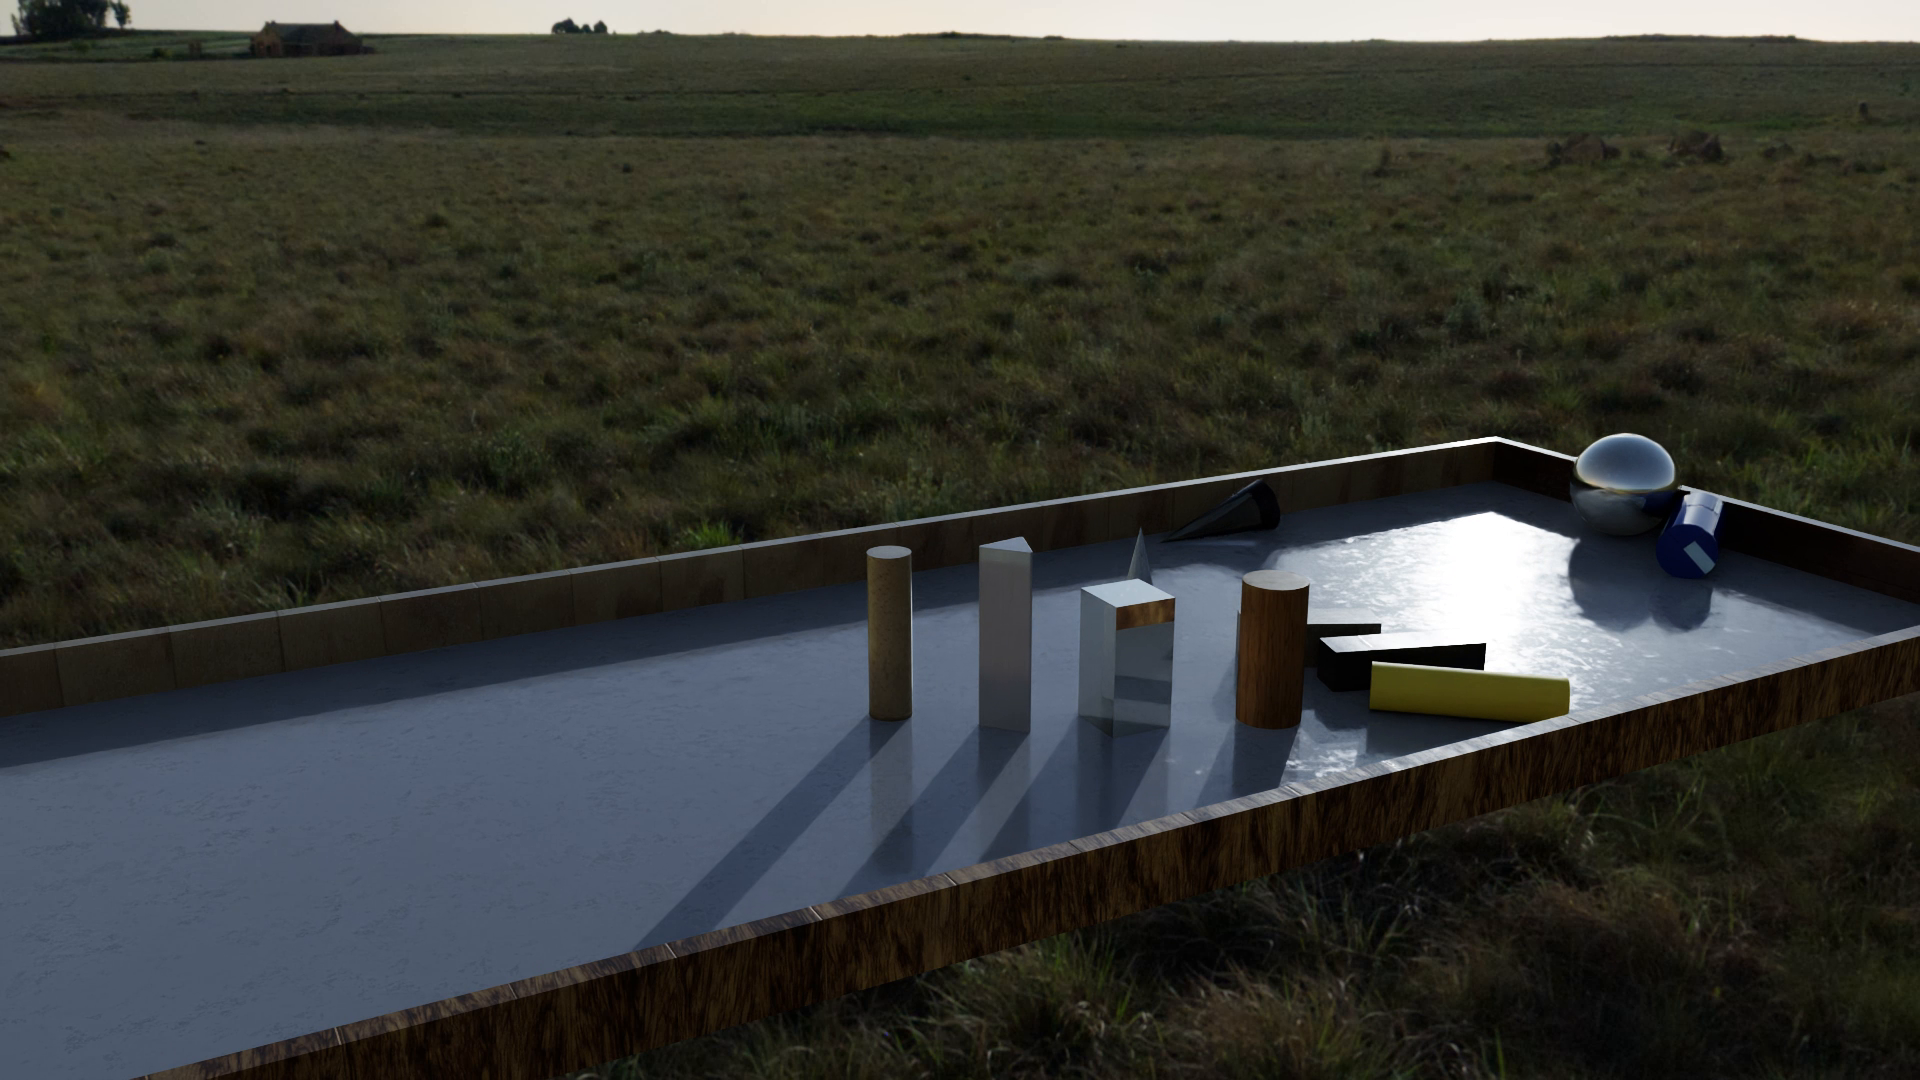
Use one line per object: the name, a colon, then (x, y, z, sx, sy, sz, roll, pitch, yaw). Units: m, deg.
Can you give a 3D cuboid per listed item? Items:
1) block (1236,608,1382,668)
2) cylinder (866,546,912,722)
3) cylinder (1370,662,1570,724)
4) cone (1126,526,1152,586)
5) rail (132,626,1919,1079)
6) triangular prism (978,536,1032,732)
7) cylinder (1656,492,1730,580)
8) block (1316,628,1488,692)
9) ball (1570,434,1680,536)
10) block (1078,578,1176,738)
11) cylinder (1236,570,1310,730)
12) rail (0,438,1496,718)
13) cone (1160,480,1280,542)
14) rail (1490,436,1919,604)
block: (0.902, 0.254, 4.280, 0.347, 0.118, 0.118, 0, 16, -2)
cylinder: (-0.165, 0.221, 3.888, 0.104, 0.403, 0.104, 0, 16, 0)
cylinder: (1.204, 0.364, 3.912, 0.445, 0.114, 0.114, 4, 17, 13)
cone: (0.470, 0.125, 4.333, 0.152, 0.337, 0.152, 0, 16, 0)
rail: (-2.336, 1.006, 1.665, 12.000, 0.150, 0.050, -9, 18, -27)
triangular prism: (0.123, 0.216, 3.843, 0.127, 0.437, 0.110, 6, 18, 21)
cylinder: (2.270, -0.016, 5.104, 0.172, 0.172, 0.414, 9, 18, 27)
block: (1.109, 0.301, 4.144, 0.399, 0.105, 0.105, -3, 17, -10)
ball: (2.164, -0.181, 5.377, 0.334, 0.334, 0.334, 0, 16, 0)
block: (0.387, 0.275, 3.855, 0.158, 0.319, 0.158, -8, 18, -25)
cylinder: (0.733, 0.256, 3.876, 0.154, 0.342, 0.154, 0, 16, 0)
rail: (-3.305, 0.497, 3.399, 12.000, 0.150, 0.050, -9, 18, -27)
cone: (0.821, -0.053, 5.386, 0.416, 0.171, 0.171, -19, 22, -19)
rail: (2.466, -0.048, 5.253, 0.050, 0.150, 2.100, -9, 18, -27)
